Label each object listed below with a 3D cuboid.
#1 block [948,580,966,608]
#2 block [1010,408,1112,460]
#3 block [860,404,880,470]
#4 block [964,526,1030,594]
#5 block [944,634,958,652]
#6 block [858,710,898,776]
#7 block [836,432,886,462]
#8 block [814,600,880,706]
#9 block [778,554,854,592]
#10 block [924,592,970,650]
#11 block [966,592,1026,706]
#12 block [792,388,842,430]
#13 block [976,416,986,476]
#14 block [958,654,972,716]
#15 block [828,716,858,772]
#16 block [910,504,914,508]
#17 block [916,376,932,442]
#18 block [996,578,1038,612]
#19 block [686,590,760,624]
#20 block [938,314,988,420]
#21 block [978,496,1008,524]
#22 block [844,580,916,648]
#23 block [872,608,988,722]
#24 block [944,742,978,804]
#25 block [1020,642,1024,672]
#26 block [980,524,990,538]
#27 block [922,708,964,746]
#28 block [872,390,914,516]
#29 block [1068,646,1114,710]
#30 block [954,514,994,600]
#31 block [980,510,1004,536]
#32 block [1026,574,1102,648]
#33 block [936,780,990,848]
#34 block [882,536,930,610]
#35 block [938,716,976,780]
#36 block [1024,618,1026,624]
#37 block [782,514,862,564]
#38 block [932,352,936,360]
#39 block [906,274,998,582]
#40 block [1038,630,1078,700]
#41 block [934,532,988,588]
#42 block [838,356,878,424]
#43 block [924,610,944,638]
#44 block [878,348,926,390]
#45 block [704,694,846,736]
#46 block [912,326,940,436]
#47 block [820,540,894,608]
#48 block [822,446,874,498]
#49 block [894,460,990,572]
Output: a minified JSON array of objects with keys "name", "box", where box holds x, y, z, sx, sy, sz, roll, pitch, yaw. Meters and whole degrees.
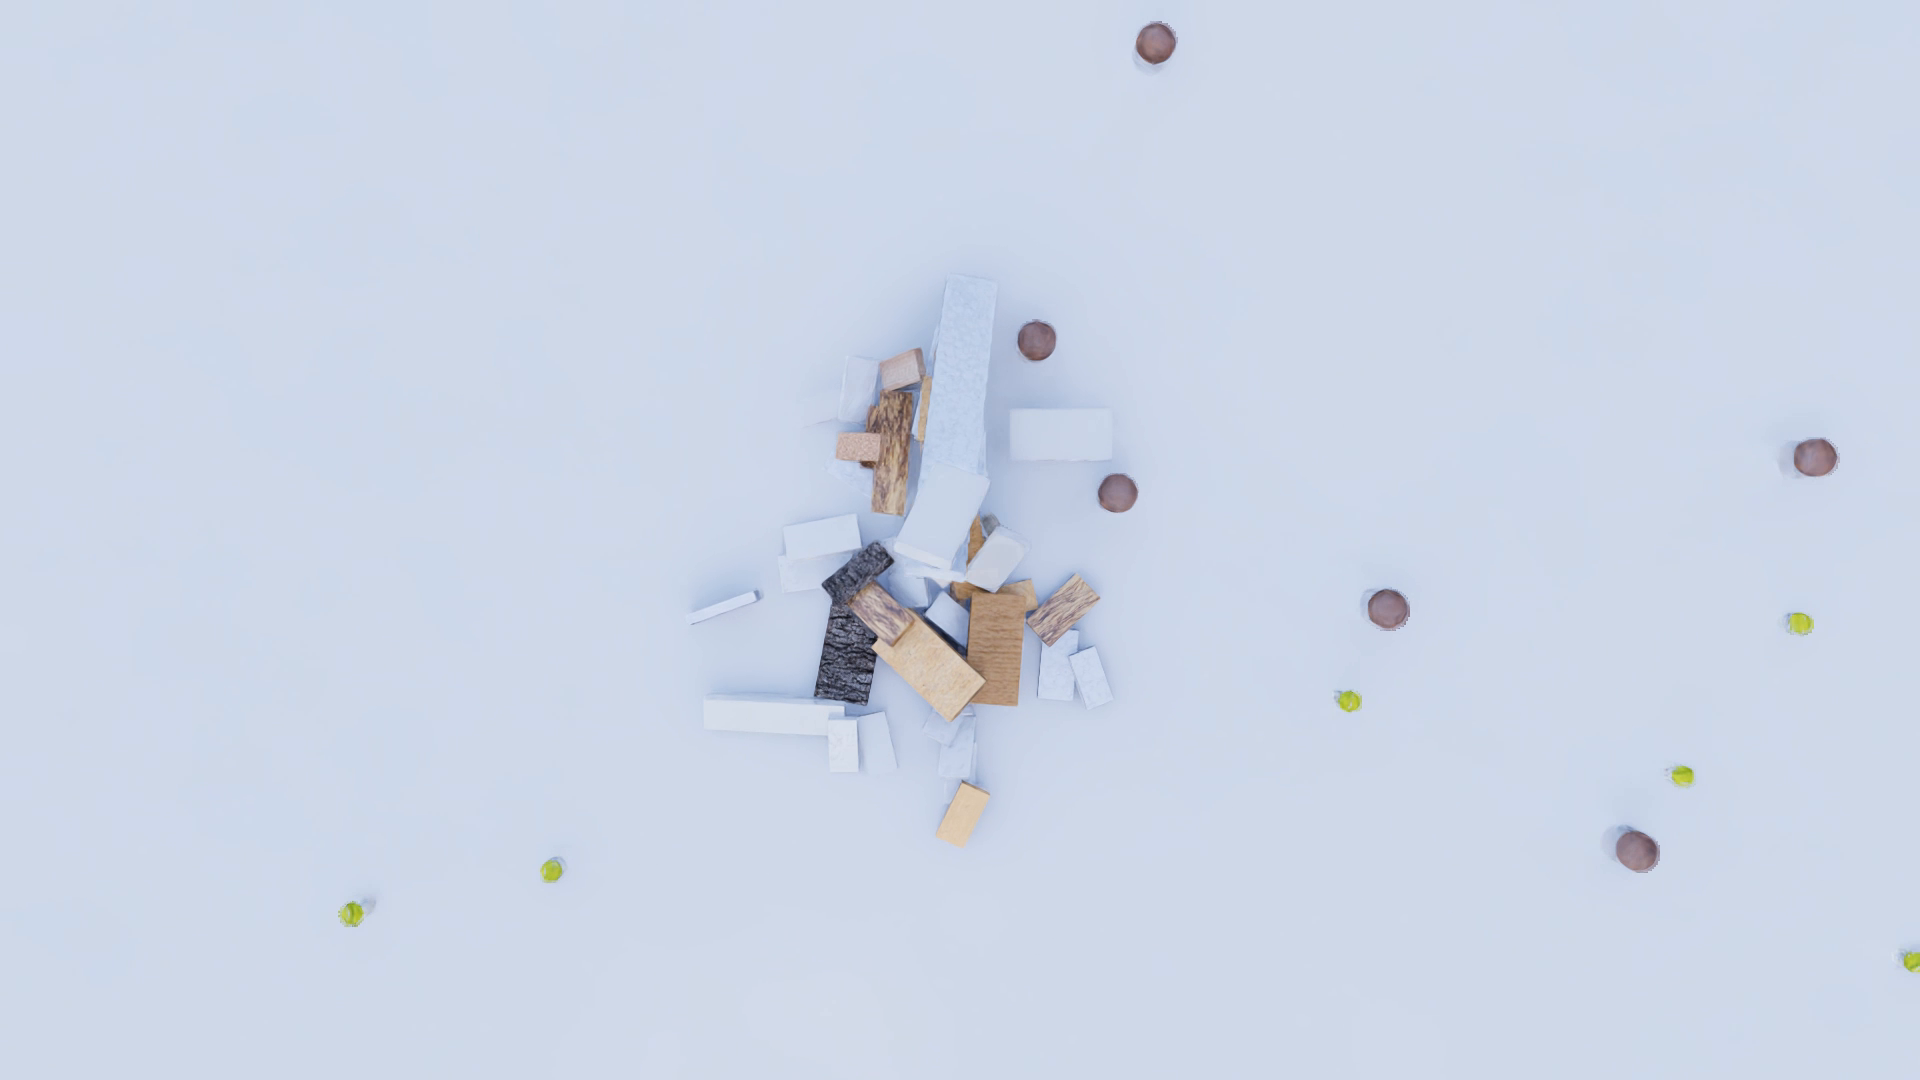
[{"name":"block","box":[-0.009,0.197,5.492,0.059,0.017,0.118,8,90,0]},{"name":"block","box":[0.335,-0.350,5.476,0.338,0.048,0.169,0,90,0]},{"name":"block","box":[-0.263,-0.335,5.451,0.104,0.030,0.209,9,82,-12]},{"name":"block","box":[0.117,0.065,5.322,0.121,0.034,0.241,24,131,-15]},{"name":"block","box":[-0.026,0.325,5.472,0.059,0.017,0.118,16,74,6]},{"name":"block","box":[-0.277,0.675,5.486,0.099,0.028,0.198,-13,90,0]},{"name":"block","box":[-0.327,-0.305,5.407,0.175,0.025,0.087,4,89,33]},{"name":"block","box":[-0.363,0.358,5.475,0.178,0.050,0.356,11,90,0]},{"name":"block","box":[-0.475,0.099,5.483,0.246,0.035,0.123,-7,90,0]},{"name":"block","box":[-0.012,0.274,5.455,0.202,0.029,0.101,39,73,-3]},{"name":"block","box":[0.113,0.358,5.411,0.178,0.050,0.363,5,89,-4]},{"name":"block","box":[-0.465,-0.436,5.488,0.175,0.025,0.087,-16,90,1]},{"name":"block","box":[-0.010,-0.385,5.424,0.179,0.051,0.357,-3,90,0]},{"name":"block","box":[-0.010,0.480,5.454,0.099,0.028,0.198,0,74,-6]},{"name":"block","box":[-0.386,0.676,5.455,0.095,0.027,0.190,-1,110,0]},{"name":"block","box":[-0.125,-0.044,5.460,0.022,0.077,0.154,-11,90,22]},{"name":"block","box":[-0.076,-0.417,5.304,0.105,0.030,0.210,6,90,0]},{"name":"block","box":[0.152,0.202,5.486,0.202,0.029,0.101,-14,90,0]},{"name":"block","box":[-0.780,0.222,5.441,0.237,0.118,0.034,-20,90,0]},{"name":"block","box":[0.004,-0.560,5.475,0.179,0.051,0.357,4,90,0]},{"name":"block","box":[0.060,-0.102,5.487,0.184,0.026,0.092,42,90,0]},{"name":"block","box":[-0.267,0.230,5.392,0.237,0.034,0.118,42,89,21]},{"name":"block","box":[-0.099,0.405,5.378,0.356,0.050,0.178,43,94,13]},{"name":"block","box":[0.001,0.773,5.485,0.103,0.029,0.206,3,90,0]},{"name":"block","box":[0.156,0.379,5.486,0.101,0.029,0.202,4,90,0]},{"name":"block","box":[0.023,-0.041,5.439,0.092,0.026,0.184,-29,94,12]},{"name":"block","box":[-0.035,0.572,5.454,0.099,0.028,0.198,29,72,3]},{"name":"block","box":[-0.223,-0.288,5.425,0.104,0.030,0.407,6,83,-13]},{"name":"block","box":[0.431,0.456,5.466,0.095,0.027,0.190,-21,96,-13]},{"name":"block","box":[0.013,-0.010,5.362,0.121,0.034,0.431,-10,116,3]},{"name":"block","box":[0.057,-0.006,5.467,0.184,0.026,0.092,-36,92,12]},{"name":"block","box":[0.342,0.234,5.461,0.234,0.033,0.117,-43,83,-8]},{"name":"block","box":[0.009,0.910,5.463,0.103,0.029,0.206,25,101,-4]},{"name":"block","box":[-0.177,0.106,5.469,0.121,0.034,0.241,-9,90,14]},{"name":"block","box":[-0.010,0.682,5.451,0.103,0.029,0.206,6,70,1]},{"name":"block","box":[0.150,0.338,5.458,0.095,0.027,0.190,14,90,0]},{"name":"block","box":[-0.455,-0.003,5.460,0.246,0.035,0.123,-11,70,-1]},{"name":"block","box":[-0.028,-0.420,5.222,0.087,0.025,0.414,-4,63,-1]},{"name":"block","box":[-0.016,-0.378,5.099,0.169,0.048,1.184,9,54,-3]},{"name":"block","box":[0.325,0.413,5.483,0.117,0.033,0.234,5,90,0]},{"name":"block","box":[0.005,0.061,5.428,0.229,0.022,0.077,-37,112,15]},{"name":"block","box":[-0.338,-0.495,5.467,0.105,0.030,0.210,7,90,-21]},{"name":"block","box":[-0.086,0.286,5.471,0.059,0.017,0.118,-6,71,4]},{"name":"block","box":[-0.188,-0.555,5.406,0.030,0.210,0.105,-9,88,-37]},{"name":"block","box":[-0.614,0.580,5.459,0.464,0.033,0.117,3,117,0]},{"name":"block","box":[-0.031,-0.500,5.373,0.179,0.051,0.357,13,90,0]},{"name":"block","box":[-0.336,0.109,5.408,0.237,0.118,0.034,-39,128,-3]},{"name":"block","box":[-0.321,-0.224,5.483,0.247,0.035,0.123,31,90,0]},{"name":"block","box":[-0.049,-0.072,4.735,0.169,0.048,0.338,21,50,6]}]
